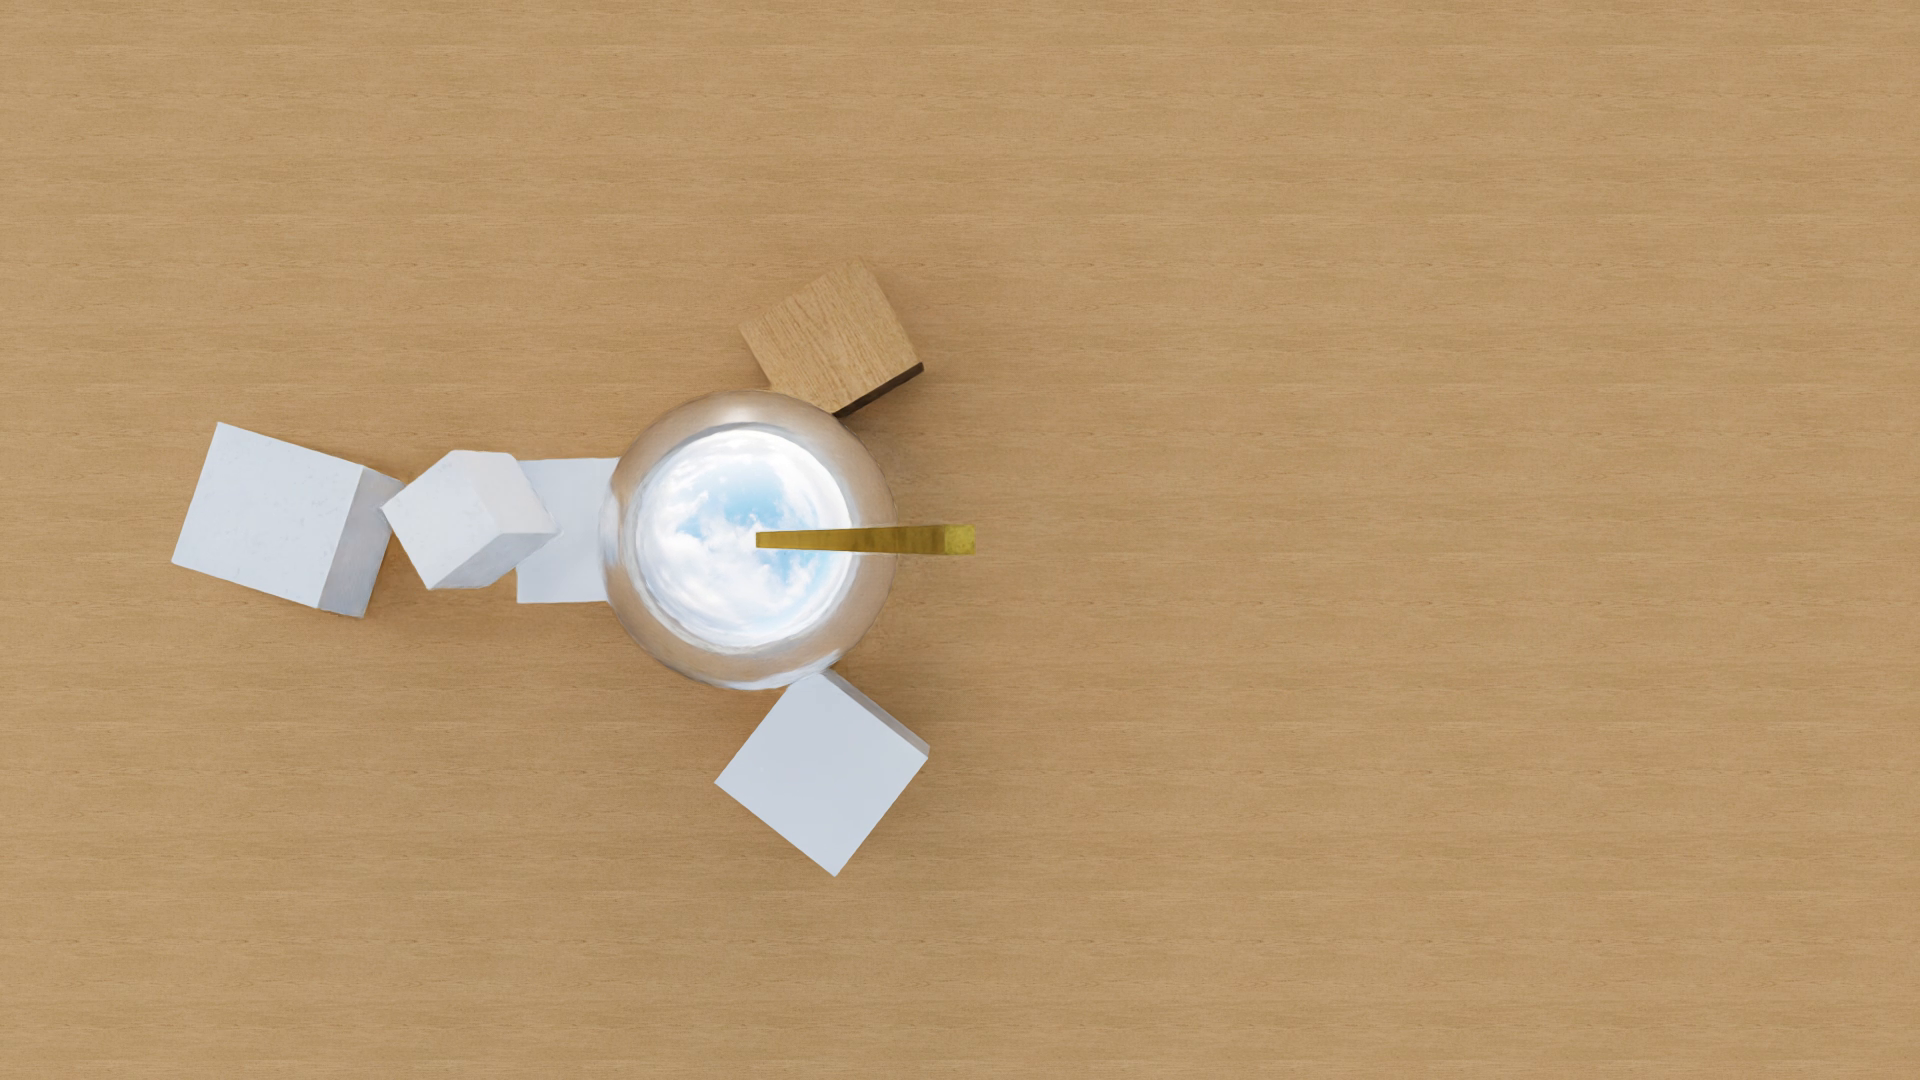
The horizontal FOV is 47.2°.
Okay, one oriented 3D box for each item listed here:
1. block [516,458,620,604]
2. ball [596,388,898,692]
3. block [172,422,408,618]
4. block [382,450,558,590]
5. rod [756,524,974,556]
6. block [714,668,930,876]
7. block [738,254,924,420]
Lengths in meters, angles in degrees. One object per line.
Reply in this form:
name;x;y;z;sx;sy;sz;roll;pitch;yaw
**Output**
block;-2.079;-0.055;12.628;0.792;0.738;0.799;-2;90;0
ball;-1.122;0.000;11.664;1.600;1.600;1.600;0;90;0
block;-3.793;-0.100;12.495;0.877;0.721;0.822;17;85;7
block;-2.674;-0.107;12.019;0.545;0.592;0.532;-36;79;16
rod;-0.486;0.000;8.324;0.080;5.200;0.080;0;90;-11
block;-0.774;1.284;12.632;0.856;0.737;0.843;38;90;0
block;-0.727;-1.097;12.638;0.793;0.725;0.692;-30;90;0
